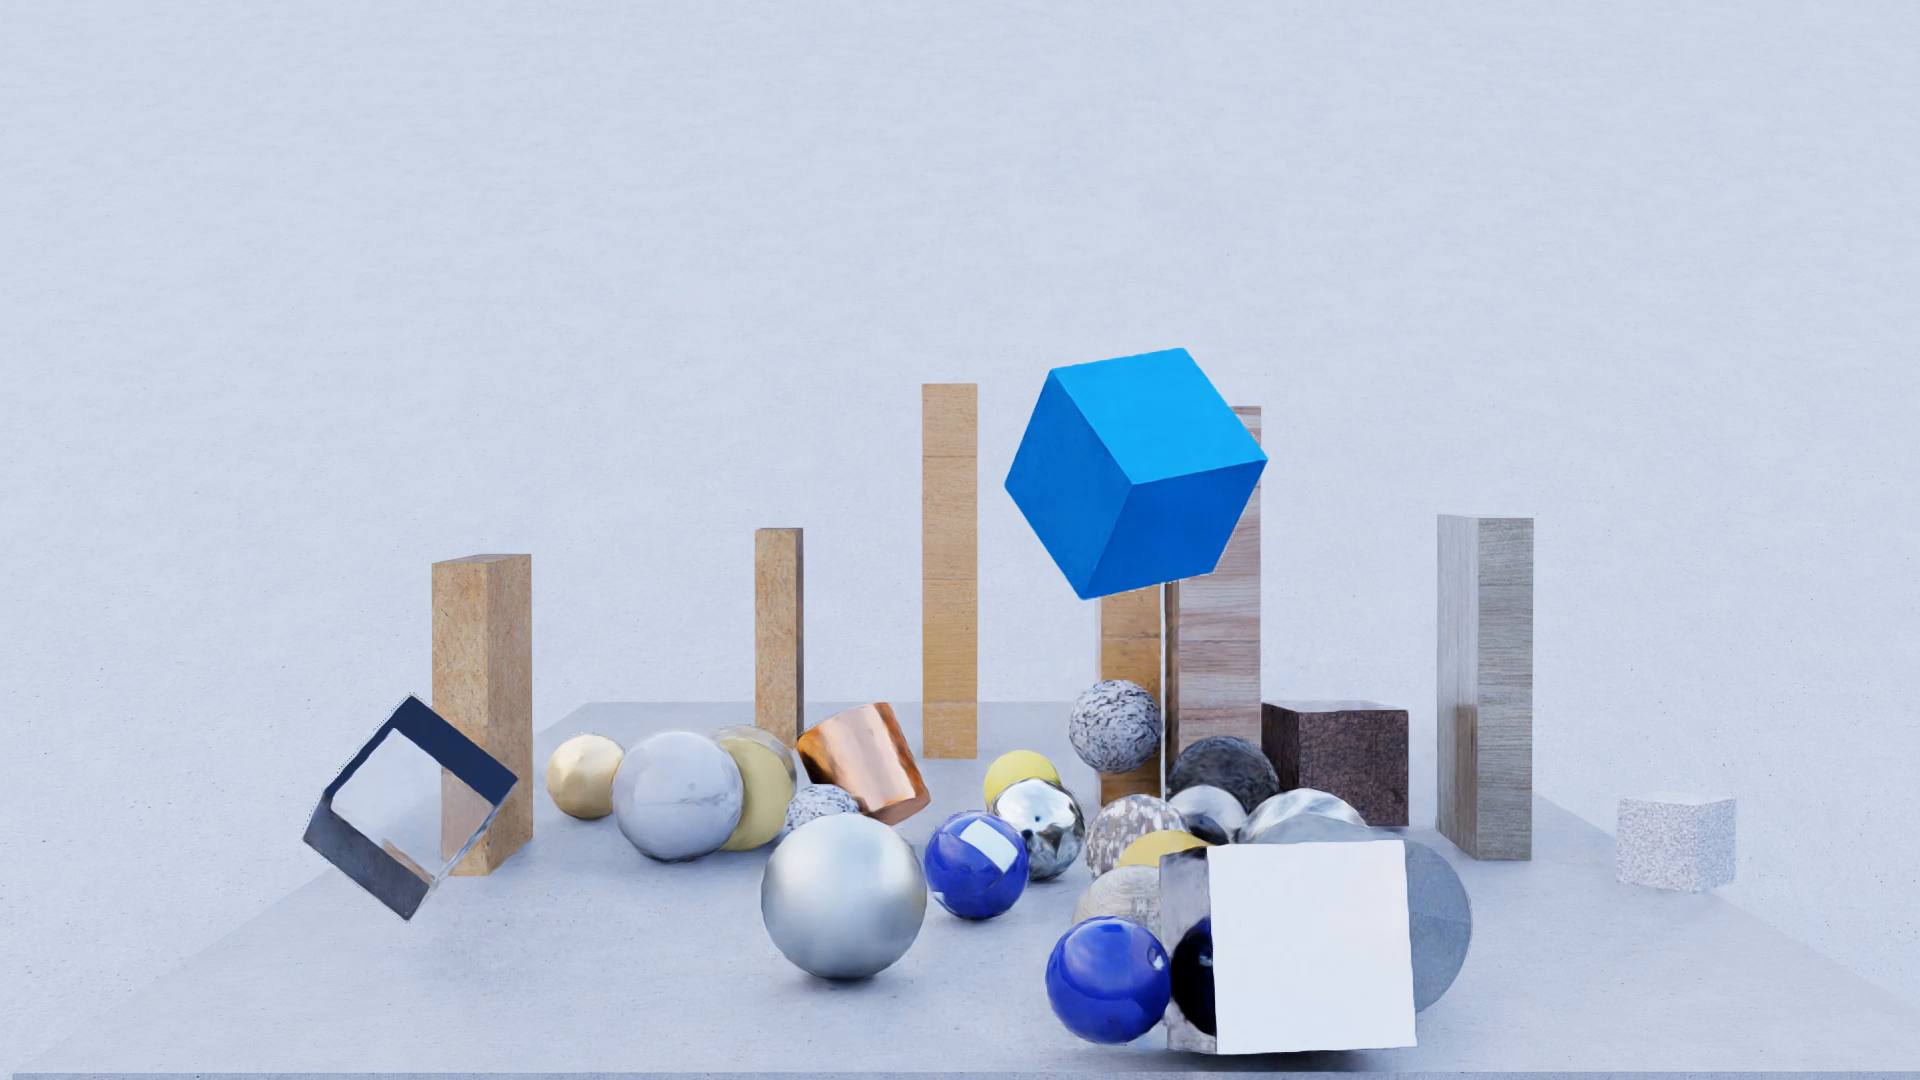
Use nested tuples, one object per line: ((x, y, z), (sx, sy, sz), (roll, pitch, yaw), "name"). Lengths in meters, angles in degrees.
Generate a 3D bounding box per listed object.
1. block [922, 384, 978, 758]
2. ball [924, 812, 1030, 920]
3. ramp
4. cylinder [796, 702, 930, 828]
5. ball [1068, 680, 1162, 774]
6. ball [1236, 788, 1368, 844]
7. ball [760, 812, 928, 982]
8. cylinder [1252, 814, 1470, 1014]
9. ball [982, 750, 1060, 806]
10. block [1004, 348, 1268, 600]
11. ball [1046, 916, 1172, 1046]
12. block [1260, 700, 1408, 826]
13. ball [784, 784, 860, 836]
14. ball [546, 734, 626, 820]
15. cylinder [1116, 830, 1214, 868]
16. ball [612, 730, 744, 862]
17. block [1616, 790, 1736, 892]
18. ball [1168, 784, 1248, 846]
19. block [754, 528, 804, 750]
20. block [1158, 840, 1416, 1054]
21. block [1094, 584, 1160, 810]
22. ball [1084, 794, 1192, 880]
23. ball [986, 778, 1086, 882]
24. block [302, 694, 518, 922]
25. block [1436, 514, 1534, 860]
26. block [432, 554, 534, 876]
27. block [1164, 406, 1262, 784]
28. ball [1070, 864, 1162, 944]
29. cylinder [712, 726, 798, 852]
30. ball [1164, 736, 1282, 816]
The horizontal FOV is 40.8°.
((-0.021, 0.060, 5.421), (0.114, 0.768, 0.294), (0, 2, 0), "block")
((0.022, 0.432, 3.417), (0.142, 0.142, 0.142), (0, 25, 0), "ball")
((0.057, 0.519, 4.559), (2.000, 0.100, 4.000), (0, 2, 0), "ramp")
((-0.154, 0.370, 4.099), (0.165, 0.165, 0.165), (-15, 71, -29), "cylinder")
((0.263, 0.315, 4.363), (0.160, 0.160, 0.160), (0, 25, 0), "ball")
((0.446, 0.413, 3.332), (0.183, 0.183, 0.183), (0, 25, 0), "ball")
((-0.136, 0.417, 3.016), (0.195, 0.195, 0.195), (0, 25, 0), "ball")
((0.433, 0.419, 2.882), (0.199, 0.199, 0.199), (-9, 4, -18), "cylinder")
((0.103, 0.413, 4.270), (0.130, 0.130, 0.130), (0, 25, 0), "ball")
((0.192, -0.075, 2.865), (0.181, 0.181, 0.181), (-11, 52, -31), "block")
((0.152, 0.448, 2.625), (0.130, 0.130, 0.130), (0, 25, 0), "ball")
((0.632, 0.377, 4.373), (0.194, 0.194, 0.194), (0, 2, -13), "block")
((-0.208, 0.429, 3.920), (0.118, 0.118, 0.118), (0, 25, 0), "ball")
((-0.630, 0.403, 4.374), (0.144, 0.144, 0.144), (0, 25, 0), "ball")
((0.275, 0.437, 3.162), (0.146, 0.146, 0.146), (-6, 3, -12), "cylinder")
((-0.427, 0.388, 3.907), (0.201, 0.201, 0.201), (0, 25, 0), "ball")
((1.033, 0.433, 3.715), (0.122, 0.122, 0.122), (2, 2, 43), "block")
((0.357, 0.425, 3.774), (0.134, 0.134, 0.134), (0, 25, 0), "ball")
((-0.388, 0.208, 5.558), (0.087, 0.464, 0.269), (0, 2, 0), "block")
((0.324, 0.410, 2.591), (0.199, 0.199, 0.199), (0, -10, -10), "block")
((0.295, 0.099, 4.557), (0.101, 0.740, 0.242), (0, 2, 0), "block")
((0.246, 0.424, 3.541), (0.150, 0.150, 0.150), (0, 25, 0), "ball")
((0.108, 0.419, 3.732), (0.148, 0.148, 0.148), (0, 25, 0), "ball")
((-0.698, 0.342, 3.270), (0.172, 0.172, 0.172), (38, 55, -1), "block")
((0.827, 0.222, 4.078), (0.084, 0.521, 0.334), (0, 2, 0), "block")
((-0.733, 0.257, 3.975), (0.081, 0.459, 0.397), (0, 2, 0), "block")
((0.420, 0.128, 4.317), (0.131, 0.697, 0.296), (0, 2, 0), "block")
((0.200, 0.441, 2.888), (0.154, 0.154, 0.154), (0, 25, 0), "ball")
((-0.350, 0.394, 4.098), (0.178, 0.178, 0.178), (0, 2, -1), "cylinder")
((0.408, 0.395, 4.007), (0.181, 0.181, 0.181), (0, 25, 0), "ball")
